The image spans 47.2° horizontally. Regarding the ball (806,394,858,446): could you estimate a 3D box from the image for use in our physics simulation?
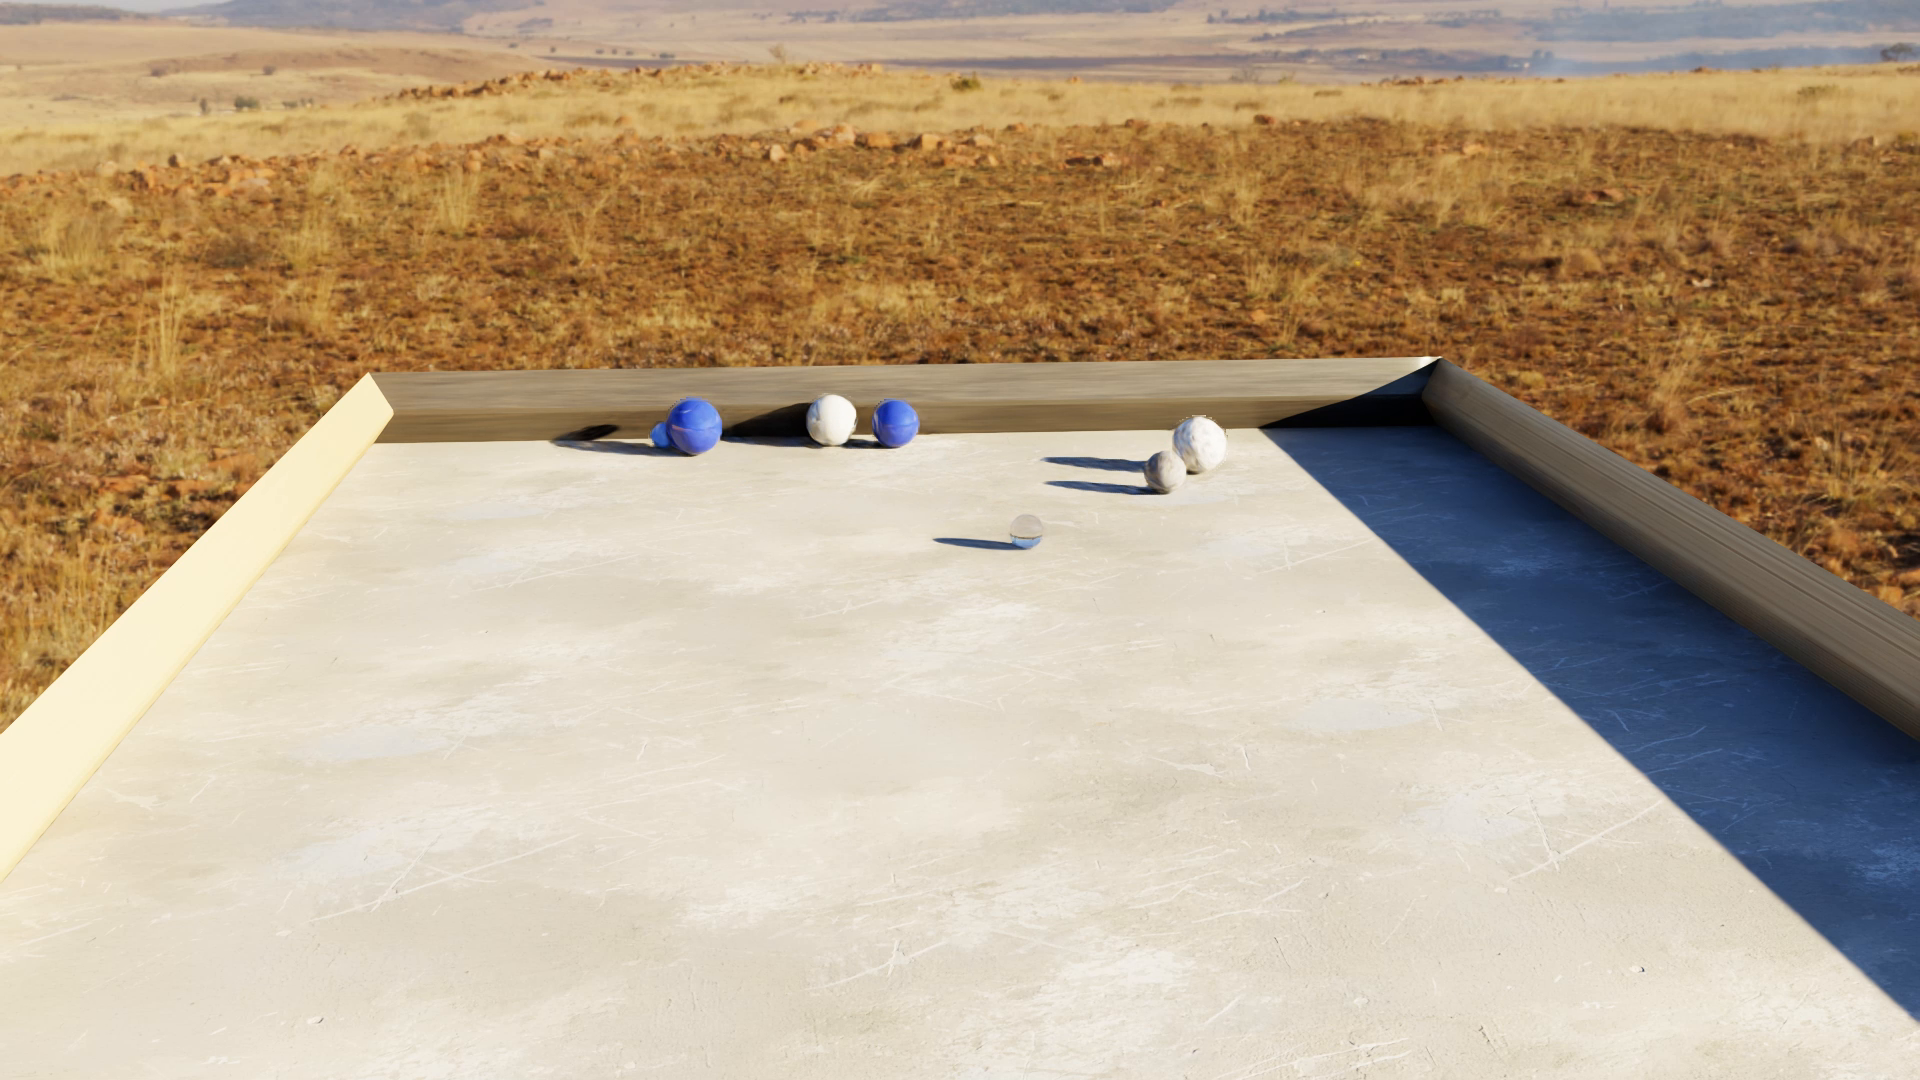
[{"bbox_3d":[-0.211,-0.196,3.606,0.085,0.085,0.085,0,14,0],"label":"ball"}]

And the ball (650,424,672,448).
[{"bbox_3d":[-0.485,-0.170,3.592,0.042,0.042,0.042,0,14,0],"label":"ball"}]

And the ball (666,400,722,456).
[{"bbox_3d":[-0.428,-0.182,3.539,0.090,0.090,0.090,0,14,0],"label":"ball"}]

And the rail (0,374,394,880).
[{"bbox_3d":[-0.800,0.207,1.949,0.045,0.117,3.468,-1,14,-5],"label":"rail"}]

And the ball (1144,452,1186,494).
[{"bbox_3d":[0.305,-0.101,3.274,0.063,0.063,0.063,0,14,0],"label":"ball"}]

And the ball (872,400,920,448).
[{"bbox_3d":[-0.106,-0.190,3.595,0.078,0.078,0.078,0,14,0],"label":"ball"}]

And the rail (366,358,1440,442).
[{"bbox_3d":[-0.073,-0.231,3.674,1.803,0.117,0.045,-1,14,-5],"label":"rail"}]

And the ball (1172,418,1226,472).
[{"bbox_3d":[0.371,-0.148,3.413,0.086,0.086,0.086,0,14,0],"label":"ball"}]

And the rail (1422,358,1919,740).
[{"bbox_3d":[0.949,0.169,2.096,0.045,0.117,3.468,-1,14,-5],"label":"rail"}]

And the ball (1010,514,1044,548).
[{"bbox_3d":[0.089,-0.011,2.955,0.047,0.047,0.047,0,14,0],"label":"ball"}]
